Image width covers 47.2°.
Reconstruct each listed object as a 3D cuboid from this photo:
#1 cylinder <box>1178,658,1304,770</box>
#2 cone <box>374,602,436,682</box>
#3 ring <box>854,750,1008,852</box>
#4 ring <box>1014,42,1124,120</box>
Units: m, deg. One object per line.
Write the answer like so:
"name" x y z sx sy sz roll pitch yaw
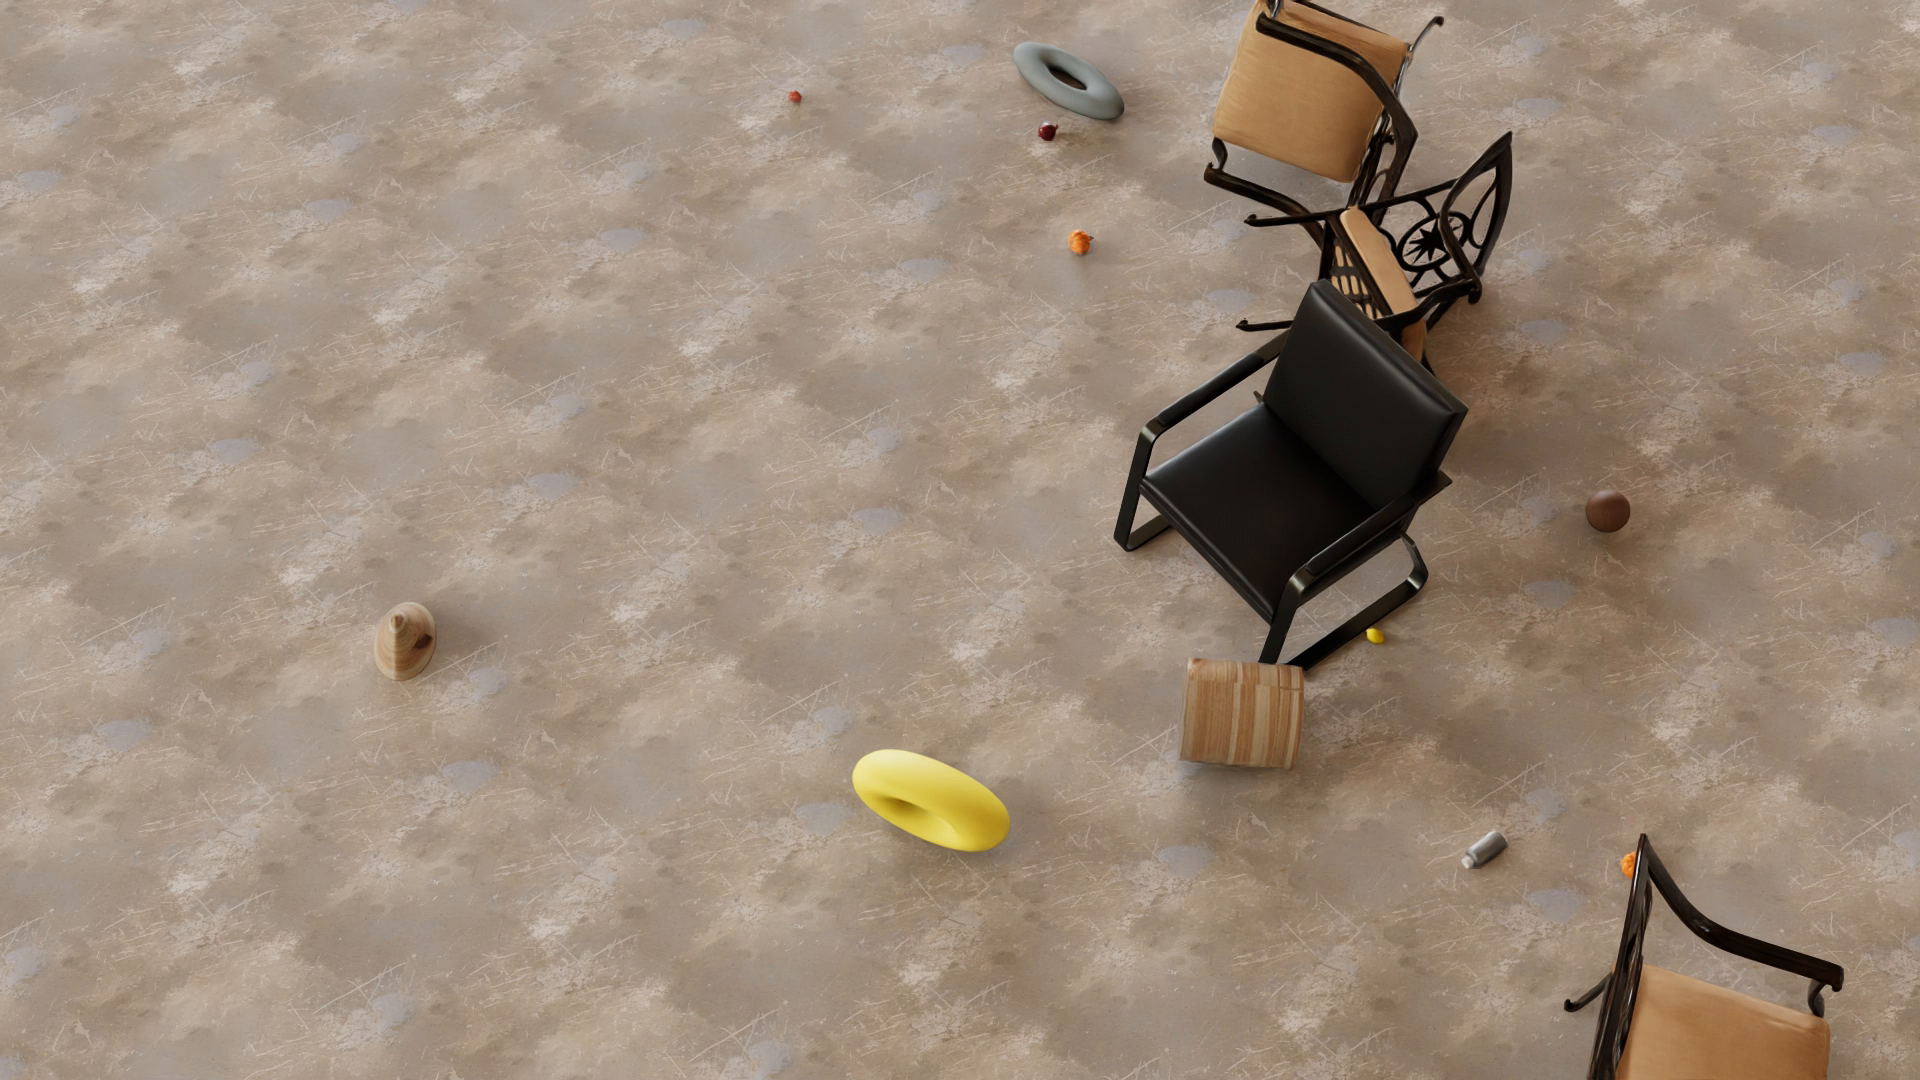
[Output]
"cylinder" 0.770 0.479 6.064 0.312 0.314 0.273 4 55 3
"cone" -1.609 0.254 6.318 0.182 0.141 0.271 -3 56 -2
"ring" -0.079 0.708 5.985 0.465 0.194 0.159 22 47 16
"ring" 0.374 -1.587 7.593 0.483 0.078 0.200 38 63 23
